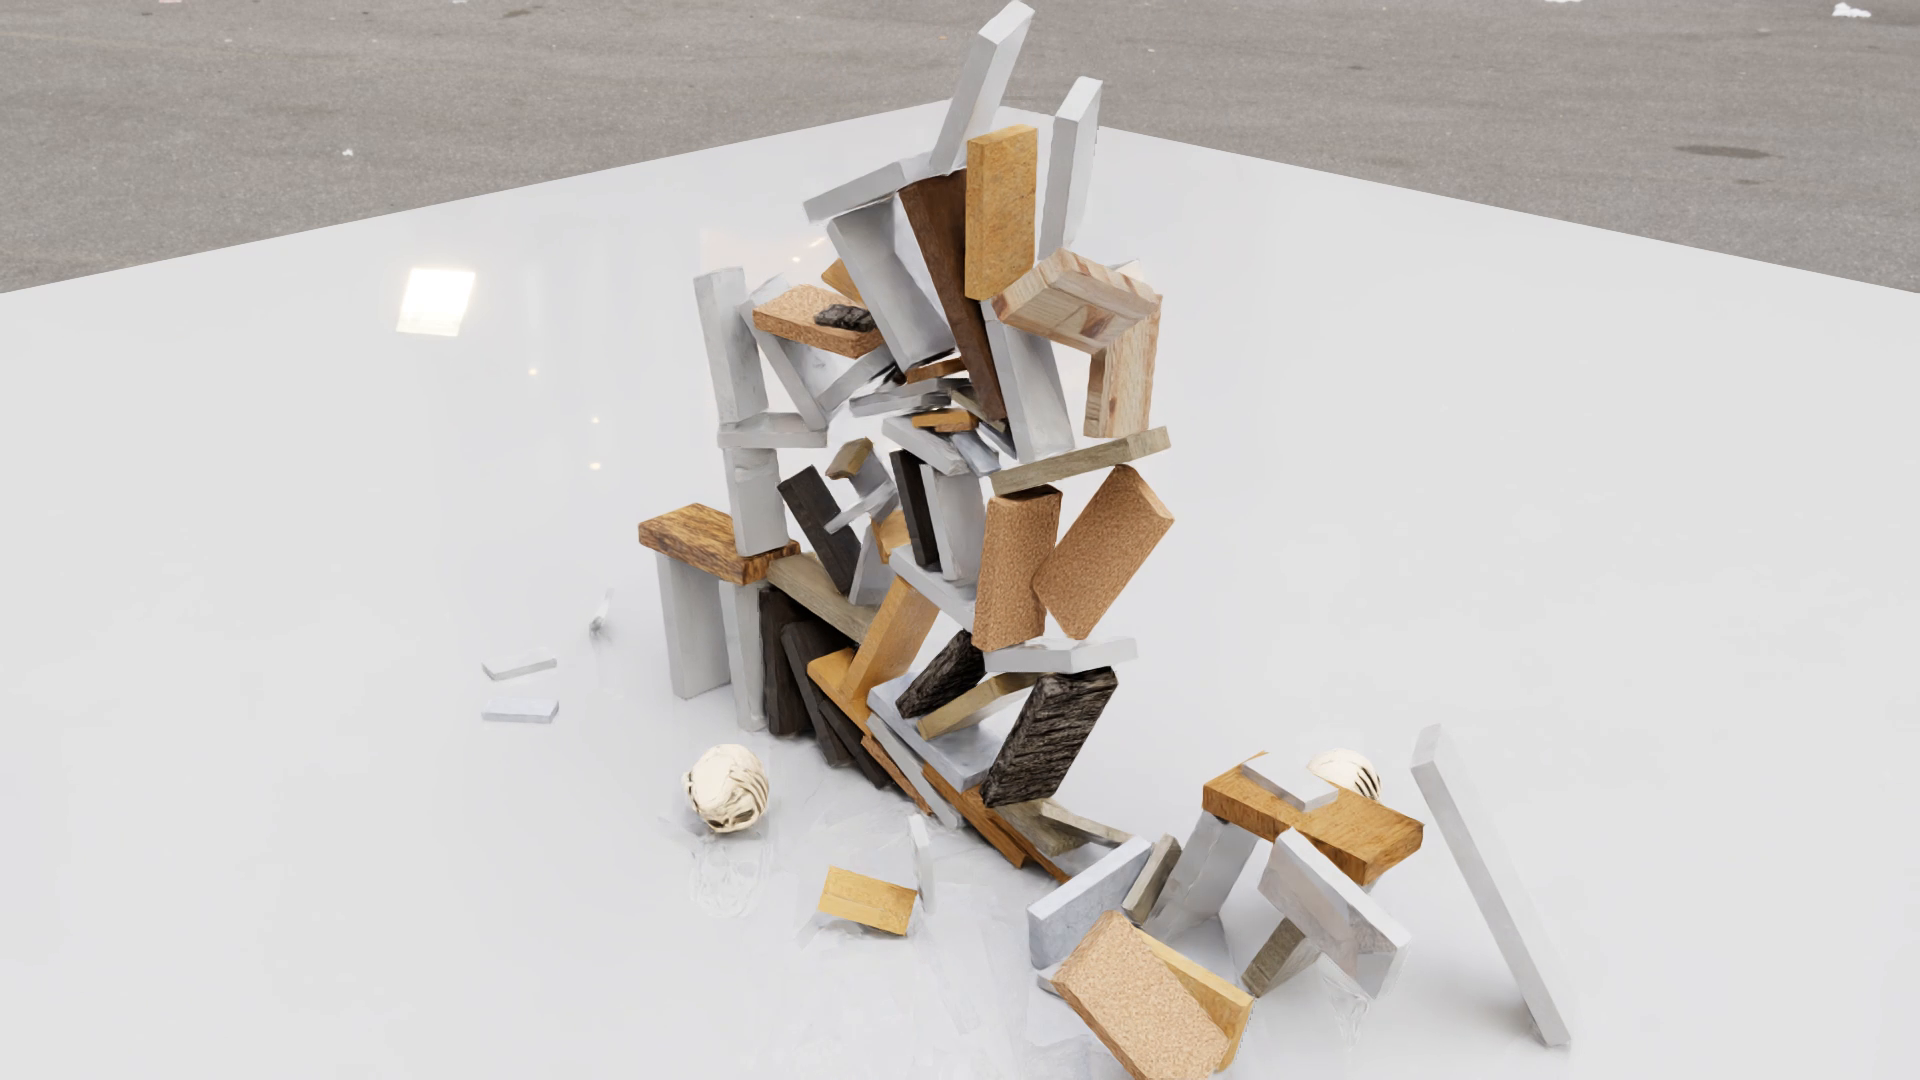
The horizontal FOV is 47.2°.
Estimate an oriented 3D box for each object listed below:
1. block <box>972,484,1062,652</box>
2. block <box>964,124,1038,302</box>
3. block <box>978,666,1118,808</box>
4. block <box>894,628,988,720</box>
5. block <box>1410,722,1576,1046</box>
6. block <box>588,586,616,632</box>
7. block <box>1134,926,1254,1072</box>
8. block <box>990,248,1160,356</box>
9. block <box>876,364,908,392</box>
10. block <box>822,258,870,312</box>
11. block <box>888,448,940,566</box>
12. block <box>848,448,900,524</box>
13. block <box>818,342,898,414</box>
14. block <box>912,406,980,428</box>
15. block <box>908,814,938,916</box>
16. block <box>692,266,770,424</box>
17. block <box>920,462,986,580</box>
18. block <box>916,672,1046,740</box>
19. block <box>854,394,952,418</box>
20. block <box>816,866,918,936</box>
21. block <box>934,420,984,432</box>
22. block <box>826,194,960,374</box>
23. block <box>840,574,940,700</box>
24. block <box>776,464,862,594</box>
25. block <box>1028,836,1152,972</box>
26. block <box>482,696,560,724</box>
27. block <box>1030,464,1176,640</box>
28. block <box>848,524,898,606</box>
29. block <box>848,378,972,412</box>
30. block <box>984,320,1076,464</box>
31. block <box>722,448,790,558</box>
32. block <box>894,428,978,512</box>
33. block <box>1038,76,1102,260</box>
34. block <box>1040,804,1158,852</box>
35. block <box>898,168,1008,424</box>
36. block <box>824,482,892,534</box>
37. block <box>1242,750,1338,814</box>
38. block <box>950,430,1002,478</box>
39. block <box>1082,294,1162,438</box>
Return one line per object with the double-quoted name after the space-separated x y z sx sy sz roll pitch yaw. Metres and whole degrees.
0.105 0.053 4.088 0.148 0.297 0.042 -15 31 -40 "block"
0.073 -0.585 3.928 0.041 0.288 0.144 22 34 36 "block"
0.161 0.370 4.101 0.145 0.399 0.041 -7 56 -24 "block"
-0.004 0.253 4.306 0.138 0.276 0.039 -10 63 -39 "block"
0.909 0.584 3.733 0.043 0.555 0.153 -23 11 24 "block"
-0.844 0.162 5.185 0.022 0.076 0.152 23 -19 -10 "block"
0.353 0.764 3.702 0.273 0.136 0.039 28 28 27 "block"
0.199 -0.401 3.726 0.307 0.153 0.043 11 49 -56 "block"
-0.119 -0.340 4.452 0.025 0.089 0.177 39 -11 -9 "block"
-0.147 -0.461 4.253 0.258 0.018 0.063 34 59 15 "block"
-0.057 -0.074 4.252 0.112 0.225 0.032 -17 6 -35 "block"
-0.176 -0.116 4.559 0.023 0.081 0.252 36 9 -26 "block"
-0.176 -0.344 4.403 0.146 0.041 0.293 -37 3 -24 "block"
-0.012 -0.236 4.163 0.148 0.021 0.074 -3 13 44 "block"
-0.067 0.586 3.964 0.024 0.167 0.084 -11 36 -8 "block"
-0.479 -0.411 4.610 0.043 0.307 0.153 -6 12 21 "block"
-0.003 -0.048 4.192 0.112 0.225 0.032 -20 11 -42 "block"
0.050 0.312 4.282 0.145 0.041 0.290 -15 -12 -37 "block"
-0.113 -0.260 4.288 0.074 0.021 0.221 -2 -2 -38 "block"
-0.171 0.662 4.039 0.167 0.084 0.024 17 -6 -1 "block"
0.003 -0.217 4.137 0.050 0.014 0.101 -19 12 -39 "block"
-0.109 -0.491 4.195 0.161 0.321 0.046 -24 -9 -27 "block"
-0.123 0.183 4.443 0.138 0.362 0.039 -18 60 -37 "block"
-0.281 -0.023 4.646 0.033 0.267 0.116 -29 4 30 "block"
0.239 0.658 3.969 0.273 0.136 0.039 -29 40 -31 "block"
-0.968 0.375 4.848 0.152 0.022 0.076 2 23 5 "block"
0.256 0.023 4.004 0.042 0.297 0.149 9 35 -44 "block"
-0.169 0.051 4.577 0.090 0.181 0.026 -4 32 -35 "block"
-0.096 -0.284 4.302 0.089 0.025 0.347 -3 -2 -31 "block"
0.130 -0.280 4.010 0.037 0.265 0.132 -11 5 39 "block"
-0.433 -0.091 4.668 0.116 0.232 0.033 -18 17 -40 "block"
-0.055 -0.139 4.984 0.043 0.307 0.153 14 47 -29 "block"
0.188 -0.633 3.777 0.041 0.288 0.144 16 43 11 "block"
0.302 0.566 4.118 0.318 0.022 0.079 19 -19 9 "block"
0.031 -0.450 4.030 0.046 0.452 0.161 -18 6 39 "block"
-0.205 -0.064 4.439 0.081 0.023 0.161 -40 6 -35 "block"
0.568 0.416 3.792 0.079 0.022 0.157 -15 29 -32 "block"
0.031 -0.162 4.088 0.050 0.014 0.101 -16 59 -34 "block"
0.297 -0.320 4.015 0.132 0.265 0.037 -4 14 -42 "block"
